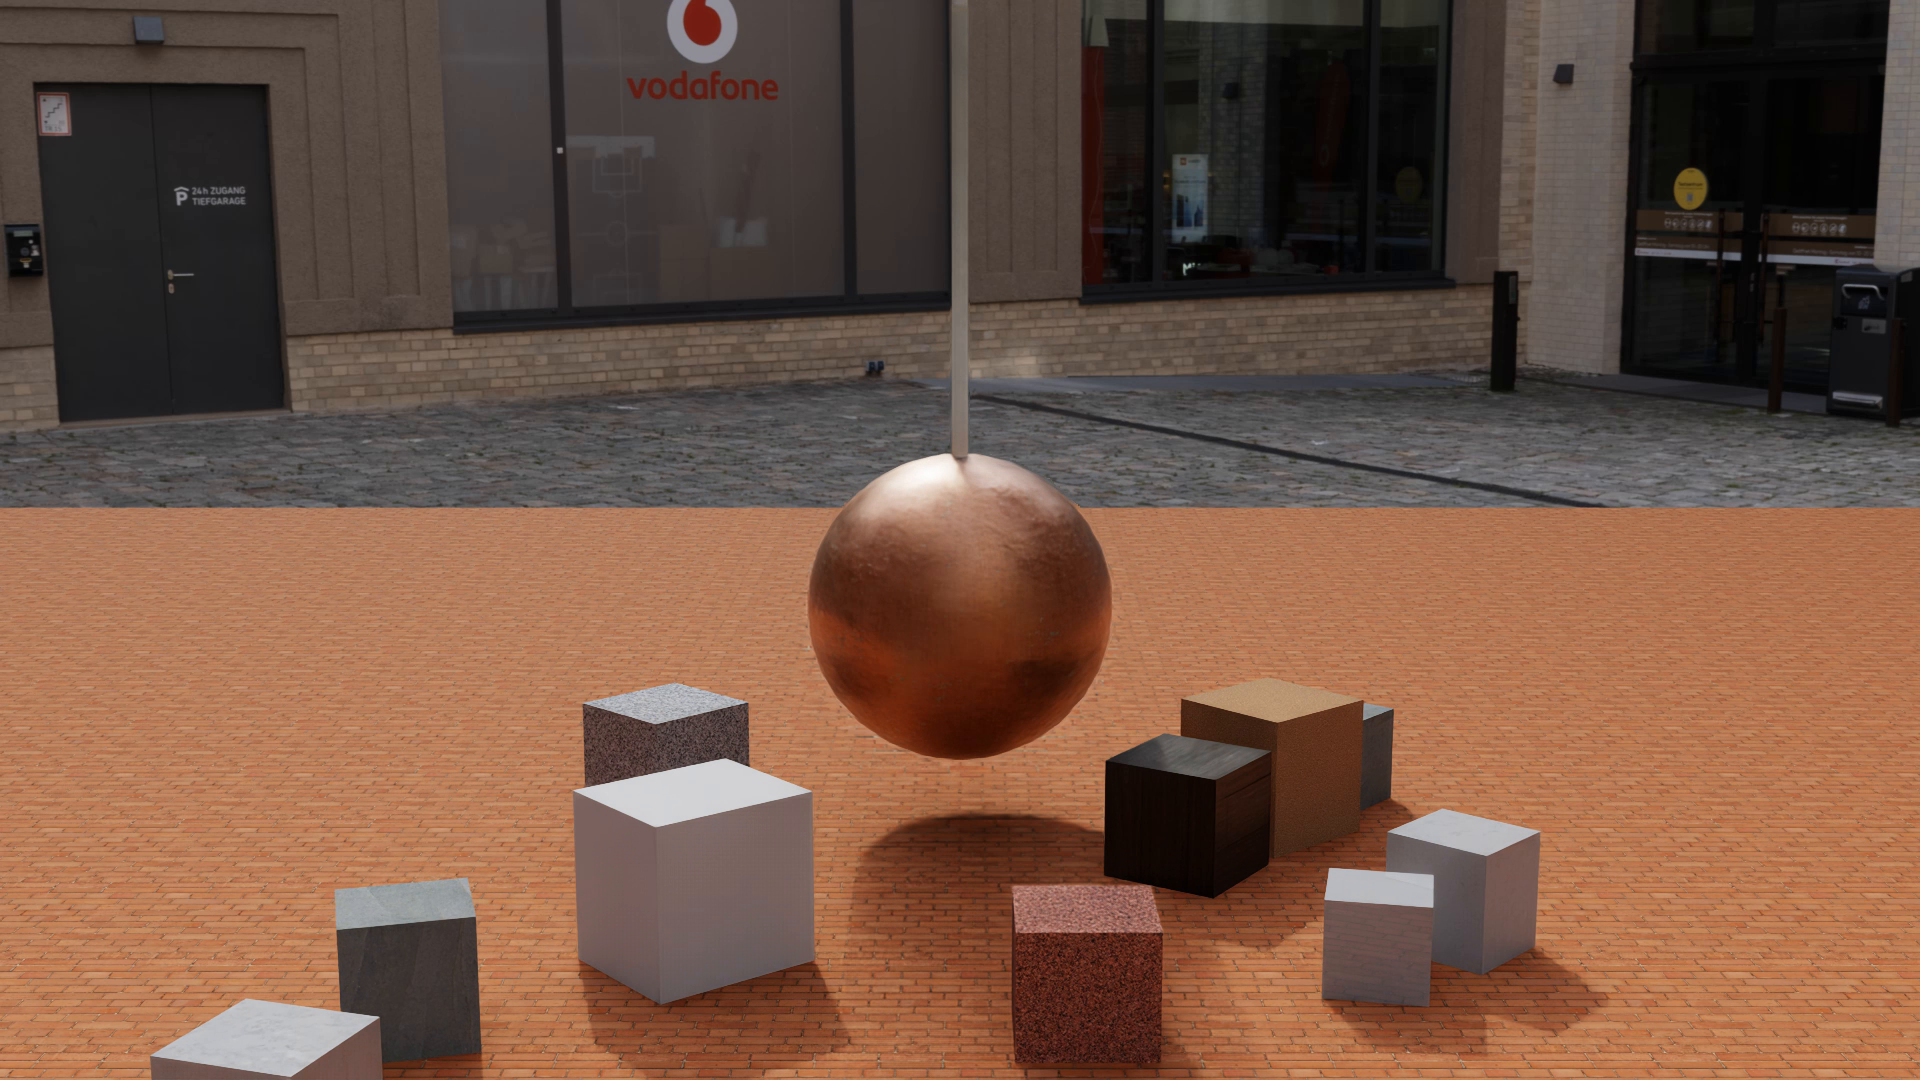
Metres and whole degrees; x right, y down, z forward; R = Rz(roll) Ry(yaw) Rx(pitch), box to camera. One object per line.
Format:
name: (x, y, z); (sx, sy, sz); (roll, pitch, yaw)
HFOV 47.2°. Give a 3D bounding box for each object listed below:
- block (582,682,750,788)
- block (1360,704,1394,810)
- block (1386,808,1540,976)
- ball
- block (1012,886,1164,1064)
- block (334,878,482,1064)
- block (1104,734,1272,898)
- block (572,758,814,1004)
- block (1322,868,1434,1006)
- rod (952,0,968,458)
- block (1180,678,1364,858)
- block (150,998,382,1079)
block: (-1.515, 1.158, 11.374); (0.600, 0.652, 0.604); (10, 14, 43)
block: (2.002, 1.159, 11.804); (0.432, 0.497, 0.505); (9, 13, 40)
block: (2.200, 1.534, 9.648); (0.488, 0.530, 0.462); (9, 14, 42)
ball: (0.000, 0.346, 11.511); (1.600, 1.600, 1.600); (0, 10, 0)
block: (0.493, 1.708, 8.695); (0.561, 0.528, 0.539); (0, 10, 0)
block: (-2.181, 1.697, 8.679); (0.518, 0.556, 0.475); (-3, 11, -16)
block: (1.106, 1.325, 10.667); (0.592, 0.576, 0.591); (7, 12, 33)
block: (-1.144, 1.448, 9.478); (0.782, 0.760, 0.667); (-8, 13, -39)
block: (1.755, 1.662, 9.230); (0.438, 0.428, 0.414); (2, 11, 12)
rod: (0.000, -2.969, 10.756); (0.080, 5.200, 0.080); (0, 13, 0)
block: (1.594, 1.153, 11.281); (0.675, 0.694, 0.637); (-9, 14, -41)
block: (-2.378, 1.936, 7.593); (0.550, 0.474, 0.527); (3, 11, 18)
